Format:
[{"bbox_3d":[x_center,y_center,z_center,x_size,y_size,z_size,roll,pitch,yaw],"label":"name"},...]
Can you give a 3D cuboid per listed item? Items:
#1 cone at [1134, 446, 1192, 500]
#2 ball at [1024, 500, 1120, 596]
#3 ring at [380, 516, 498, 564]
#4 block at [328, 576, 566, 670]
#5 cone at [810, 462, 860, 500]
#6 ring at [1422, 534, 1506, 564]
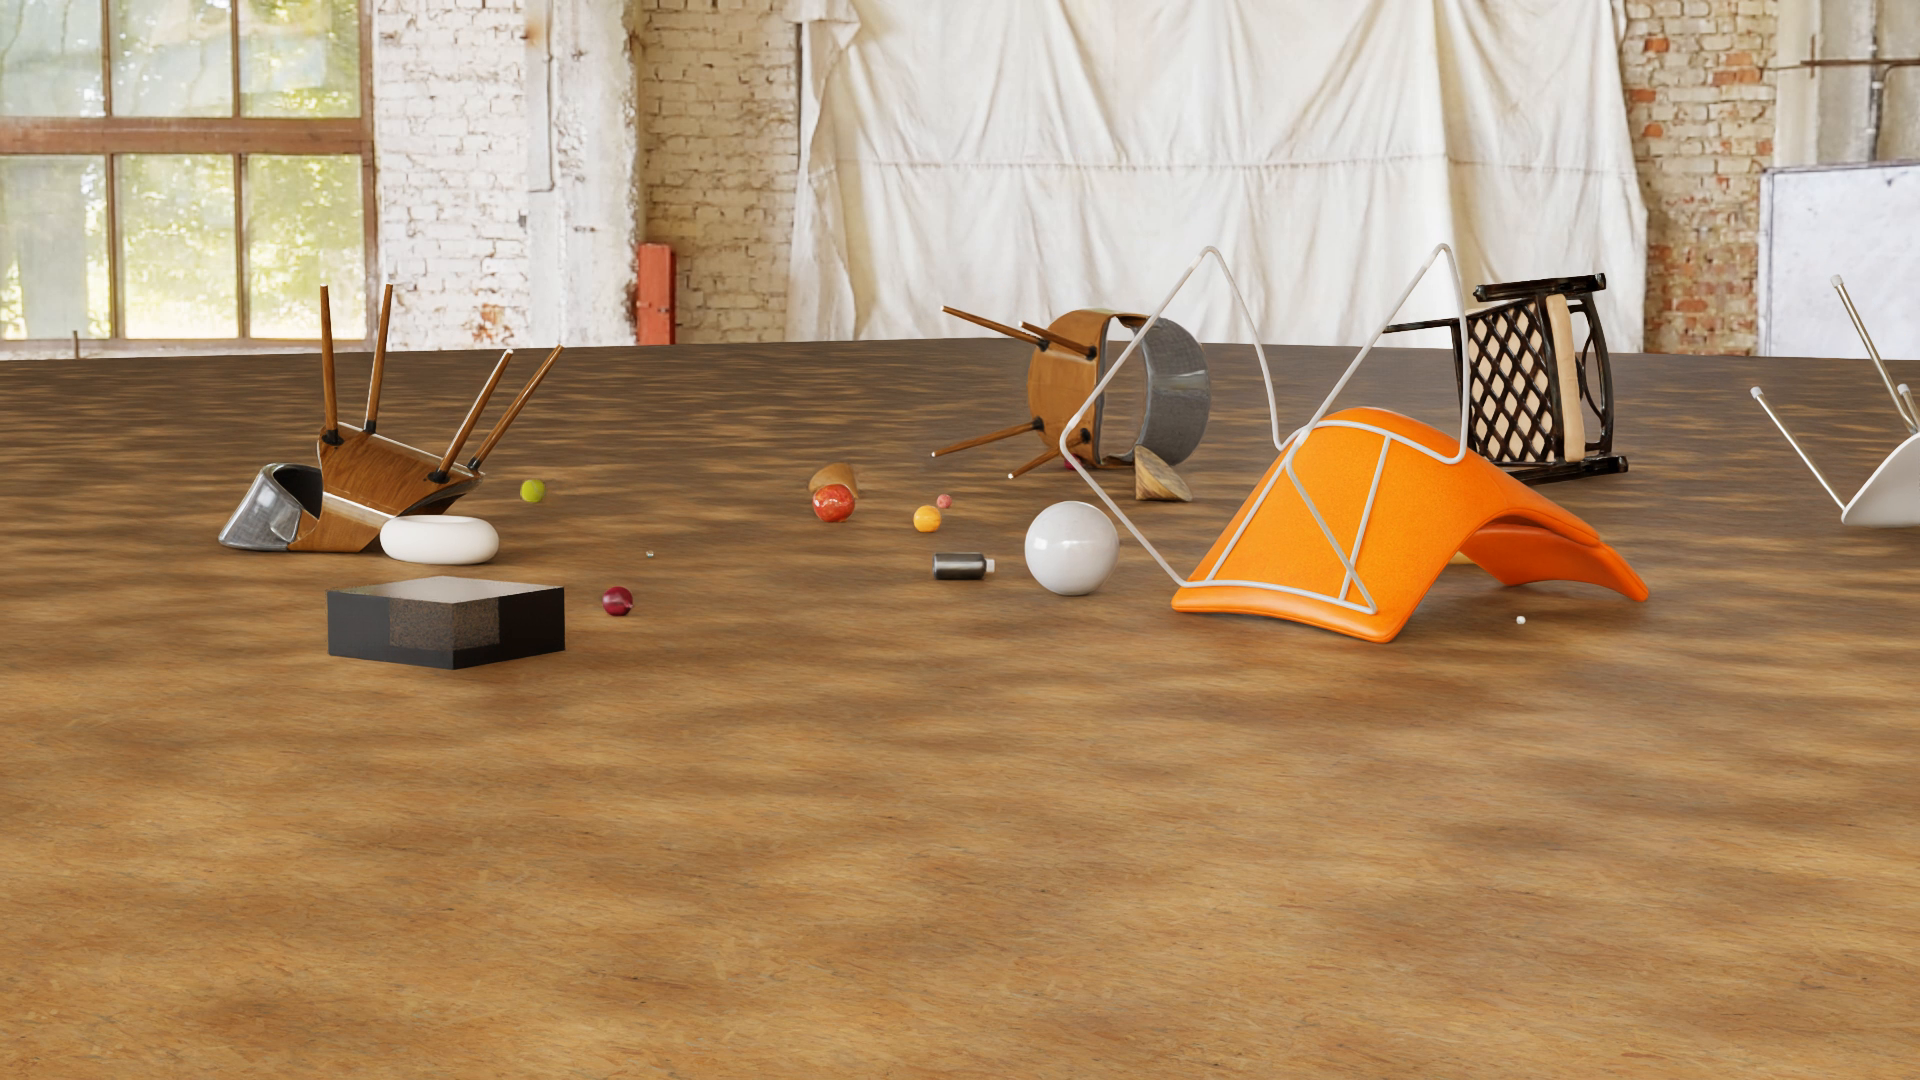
[{"bbox_3d":[0.558,-0.157,7.541,0.223,0.115,0.261,52,18,23],"label":"cone"},{"bbox_3d":[0.231,0.017,5.286,0.197,0.197,0.197,0,6,0],"label":"ball"},{"bbox_3d":[-1.209,-0.001,5.952,0.383,0.097,0.194,4,9,44],"label":"ring"},{"bbox_3d":[-0.897,0.142,4.488,0.301,0.113,0.274,4,7,34],"label":"block"},{"bbox_3d":[-0.340,-0.150,7.617,0.177,0.110,0.128,-13,38,-43],"label":"cone"},{"bbox_3d":[1.160,0.022,5.897,0.200,0.064,0.111,-2,5,-13],"label":"ring"}]
